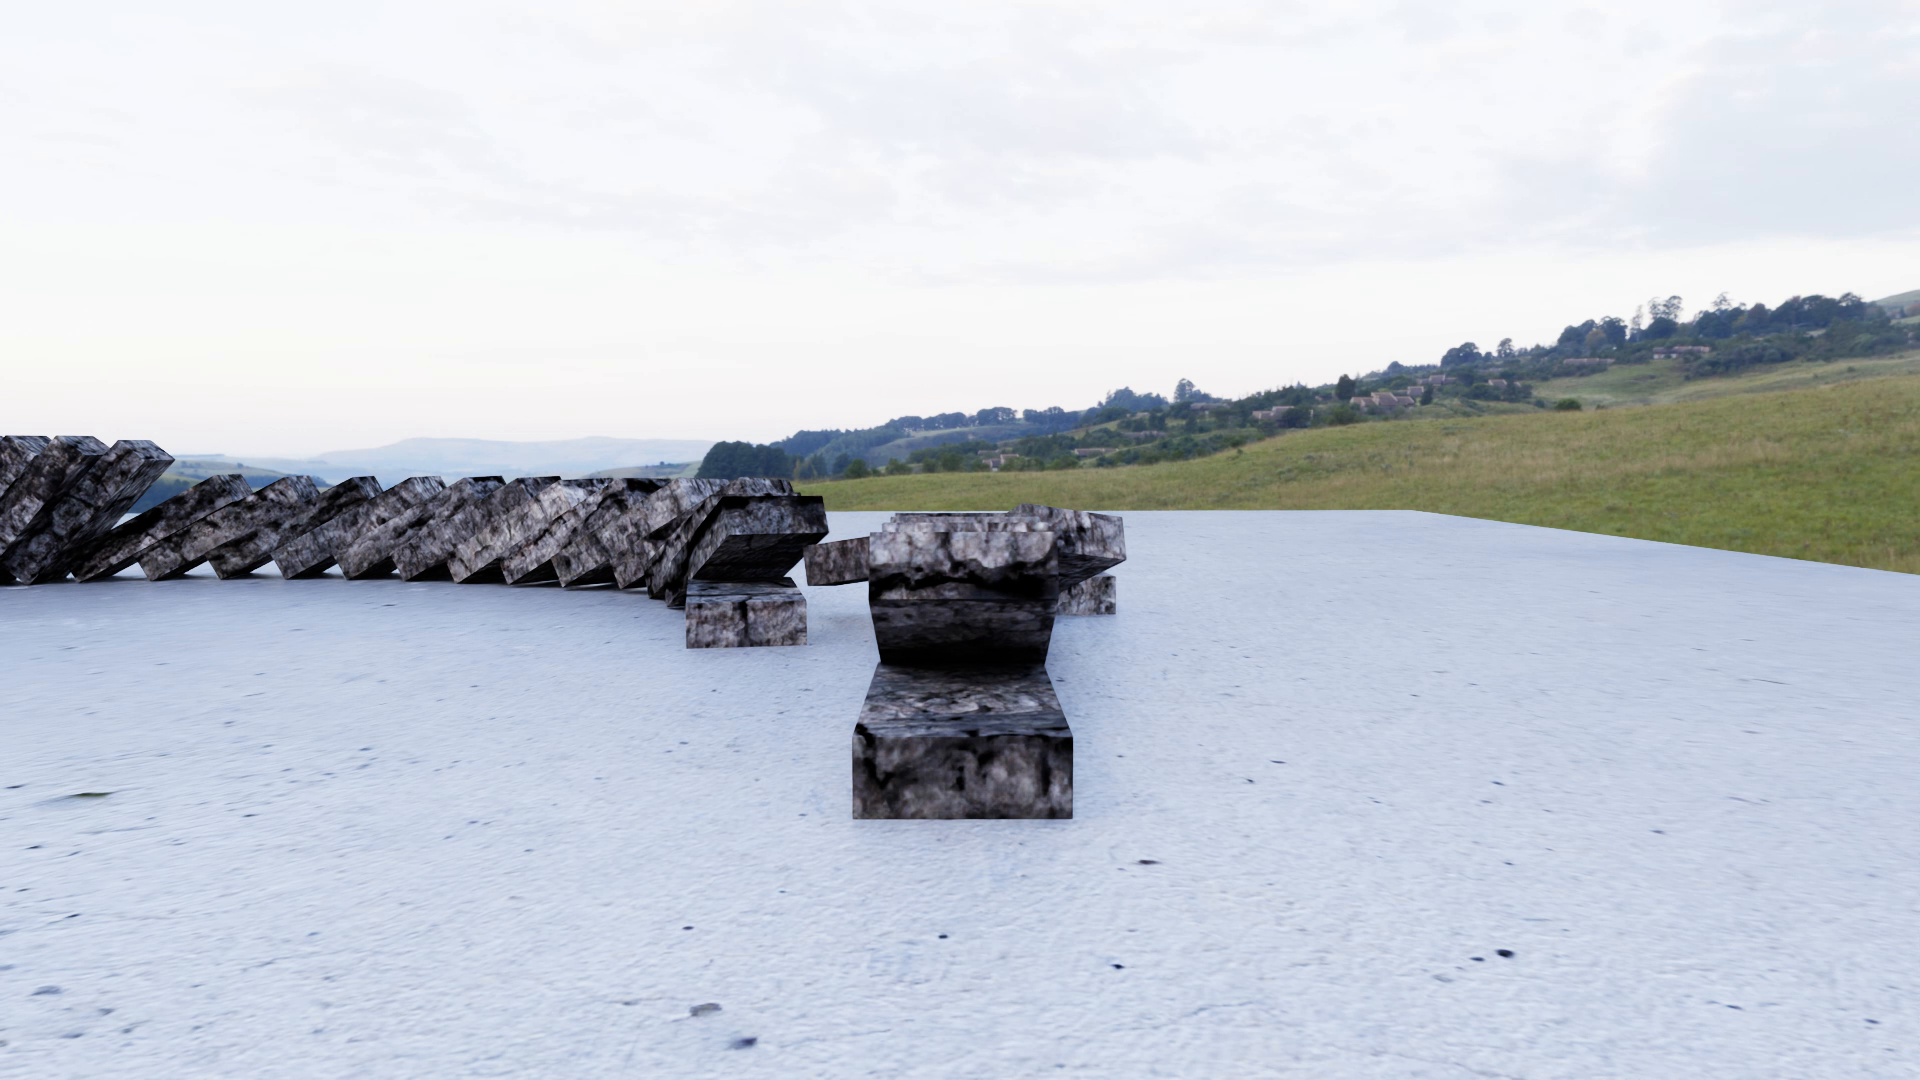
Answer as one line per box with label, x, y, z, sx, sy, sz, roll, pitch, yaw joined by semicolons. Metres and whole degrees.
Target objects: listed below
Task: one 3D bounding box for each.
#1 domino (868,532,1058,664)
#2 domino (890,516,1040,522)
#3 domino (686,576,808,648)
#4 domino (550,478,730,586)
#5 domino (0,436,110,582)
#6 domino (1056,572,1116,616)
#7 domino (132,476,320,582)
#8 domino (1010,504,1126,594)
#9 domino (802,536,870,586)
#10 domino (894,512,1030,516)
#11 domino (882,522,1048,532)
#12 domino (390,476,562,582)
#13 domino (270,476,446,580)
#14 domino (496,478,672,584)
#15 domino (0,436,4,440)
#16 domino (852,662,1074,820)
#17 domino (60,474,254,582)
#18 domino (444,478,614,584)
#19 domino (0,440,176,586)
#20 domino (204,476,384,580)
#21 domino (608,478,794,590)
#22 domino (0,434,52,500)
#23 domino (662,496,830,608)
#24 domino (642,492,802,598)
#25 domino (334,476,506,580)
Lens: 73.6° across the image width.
domino;0.000;0.013;0.193;0.025;0.009;0.050;0;-22;0
domino;0.001;0.010;0.237;0.025;0.009;0.050;0;-21;0
domino;-0.050;0.016;0.293;0.025;0.009;0.050;-1;4;-11
domino;-0.092;-0.002;0.375;0.050;0.009;0.025;-29;-9;21
domino;-0.282;-0.009;0.391;0.010;0.050;0.025;38;-5;-13
domino;0.012;0.013;0.328;0.050;0.010;0.025;-1;4;-10
domino;-0.233;-0.004;0.411;0.050;0.010;0.025;-29;9;-7
domino;0.011;0.006;0.284;0.025;0.010;0.050;7;-21;-29
domino;-0.010;0.003;0.311;0.050;0.010;0.025;-8;-3;9
domino;0.000;0.008;0.260;0.025;0.009;0.050;0;-21;0
domino;0.001;0.011;0.215;0.025;0.009;0.050;0;-22;0
domino;-0.150;-0.004;0.403;0.050;0.009;0.025;-28;-2;12
domino;-0.192;-0.004;0.413;0.050;0.009;0.025;-28;5;0
domino;-0.111;-0.003;0.384;0.050;0.010;0.025;-29;-9;20
domino;-0.305;-0.009;0.384;0.009;0.050;0.025;38;-5;-13
domino;0.000;0.025;0.170;0.025;0.010;0.050;0;4;0
domino;-0.253;-0.004;0.406;0.050;0.010;0.025;-31;10;-9
domino;-0.130;-0.003;0.393;0.050;0.009;0.025;-29;-7;21
domino;-0.270;-0.009;0.399;0.010;0.050;0.025;42;-5;-12
domino;-0.213;-0.005;0.415;0.050;0.010;0.025;-29;8;-7
domino;-0.073;-0.002;0.367;0.050;0.009;0.025;-29;-11;22
domino;-0.293;-0.009;0.386;0.009;0.050;0.025;38;-5;-13
domino;-0.054;0.003;0.320;0.025;0.009;0.050;-2;-21;-31
domino;-0.063;0.002;0.342;0.025;0.009;0.050;-3;-20;-35
domino;-0.170;-0.004;0.409;0.050;0.009;0.025;-28;1;8
